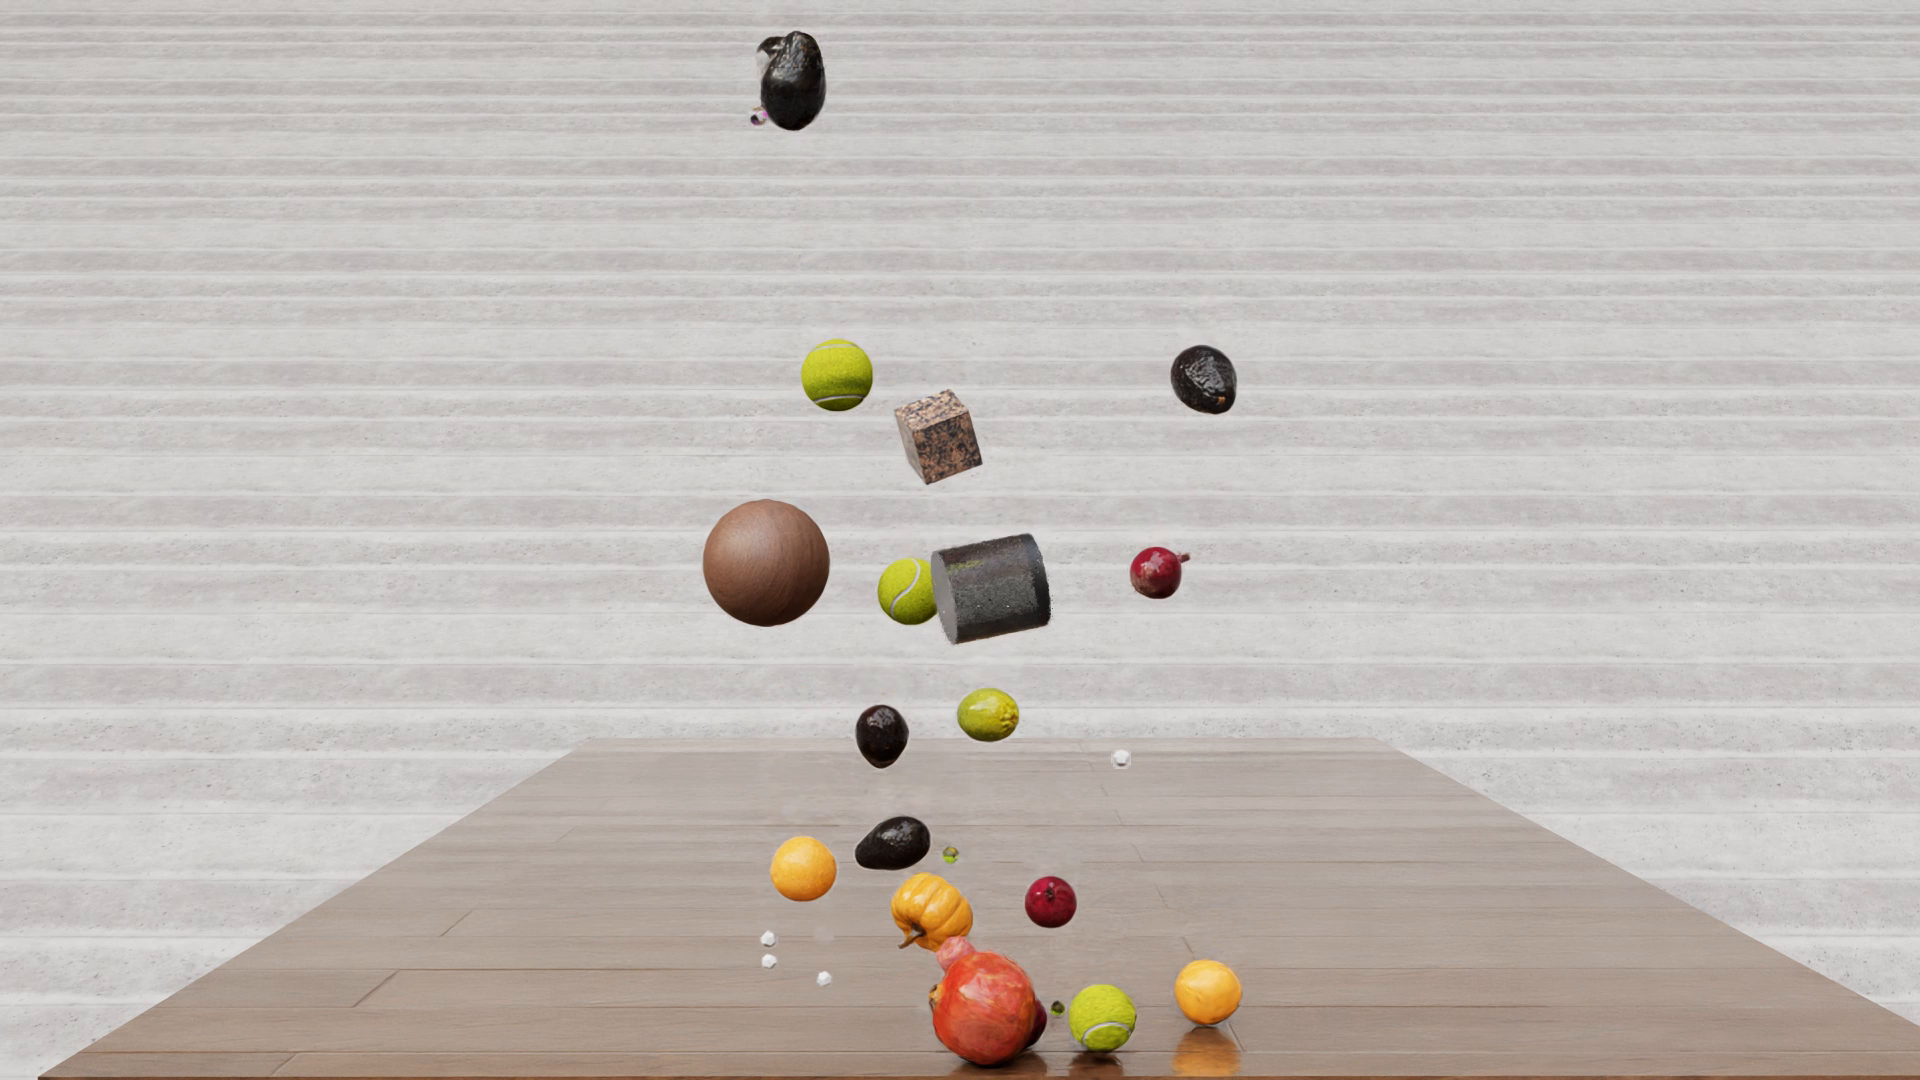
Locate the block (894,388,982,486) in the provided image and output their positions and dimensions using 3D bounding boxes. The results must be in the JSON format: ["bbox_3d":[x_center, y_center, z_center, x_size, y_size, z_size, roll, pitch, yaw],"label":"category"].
[{"bbox_3d":[-0.021,-0.098,2.442,0.058,0.058,0.058,-21,30,-10],"label":"block"}]

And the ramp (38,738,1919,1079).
[{"bbox_3d":[0.064,0.575,4.618,2.000,0.100,4.000,0,1,0],"label":"ramp"}]

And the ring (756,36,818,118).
[{"bbox_3d":[-0.177,-0.470,2.624,0.029,0.088,0.088,-31,39,-24],"label":"ring"}]

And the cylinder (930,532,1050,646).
[{"bbox_3d":[0.029,0.047,2.476,0.092,0.092,0.092,-11,30,-12],"label":"cylinder"}]
